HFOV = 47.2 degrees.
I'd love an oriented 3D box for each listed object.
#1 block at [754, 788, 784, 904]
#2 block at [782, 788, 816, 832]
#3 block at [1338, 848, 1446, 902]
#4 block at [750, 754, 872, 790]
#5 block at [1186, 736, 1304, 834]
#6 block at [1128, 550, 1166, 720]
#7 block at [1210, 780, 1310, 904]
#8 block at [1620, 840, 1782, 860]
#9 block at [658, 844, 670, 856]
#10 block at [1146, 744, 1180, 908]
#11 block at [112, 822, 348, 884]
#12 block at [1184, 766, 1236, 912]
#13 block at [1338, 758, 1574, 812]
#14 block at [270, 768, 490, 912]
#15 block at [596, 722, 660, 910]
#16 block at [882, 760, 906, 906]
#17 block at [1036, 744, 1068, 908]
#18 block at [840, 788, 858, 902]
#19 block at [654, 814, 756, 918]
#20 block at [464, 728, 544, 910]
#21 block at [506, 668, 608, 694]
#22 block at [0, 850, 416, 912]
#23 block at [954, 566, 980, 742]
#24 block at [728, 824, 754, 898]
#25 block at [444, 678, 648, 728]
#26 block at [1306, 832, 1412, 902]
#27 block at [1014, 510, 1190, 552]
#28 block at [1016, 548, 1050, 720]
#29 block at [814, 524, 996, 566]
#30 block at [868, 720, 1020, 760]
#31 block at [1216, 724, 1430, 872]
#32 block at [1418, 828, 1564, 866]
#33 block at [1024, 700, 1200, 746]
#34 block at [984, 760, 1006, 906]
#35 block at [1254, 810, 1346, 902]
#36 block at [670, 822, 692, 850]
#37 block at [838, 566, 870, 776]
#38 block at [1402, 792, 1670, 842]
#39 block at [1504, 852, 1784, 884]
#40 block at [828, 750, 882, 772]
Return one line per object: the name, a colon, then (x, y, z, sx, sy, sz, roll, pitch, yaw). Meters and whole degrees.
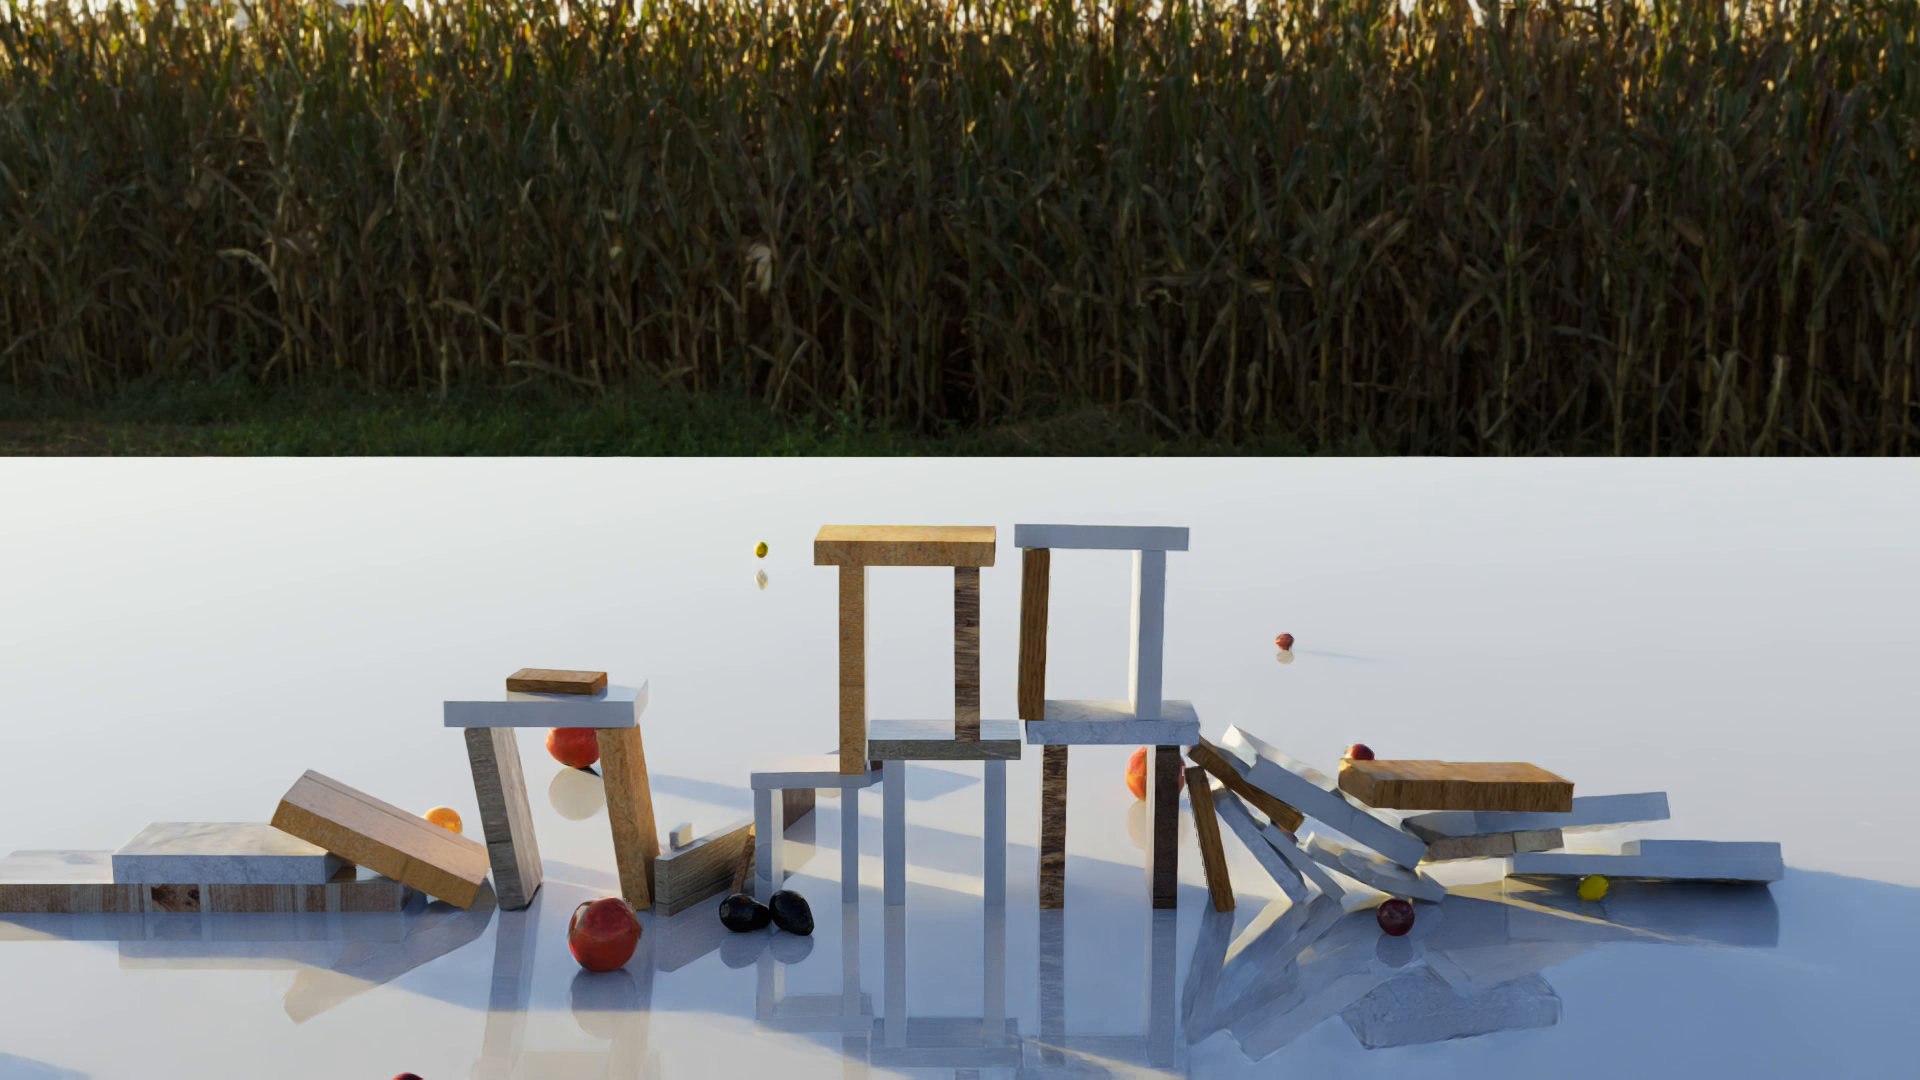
block: (-0.317, 0.493, 3.648, 0.028, 0.197, 0.099, 2, 11, 6)
block: (-0.314, 0.471, 4.050, 0.027, 0.095, 0.191, 3, 11, 17)
block: (0.707, 0.548, 3.598, 0.174, 0.025, 0.087, 17, 13, -36)
block: (-0.247, 0.382, 3.631, 0.197, 0.028, 0.099, -1, 11, -6)
block: (0.473, 0.404, 3.658, 0.216, 0.031, 0.108, 36, 5, 3)
block: (0.305, 0.142, 3.590, 0.039, 0.277, 0.139, 1, 11, -1)
block: (0.495, 0.499, 3.650, 0.031, 0.216, 0.108, -39, 8, 7)
block: (1.263, 0.534, 3.754, 0.235, 0.033, 0.117, 1, -11, 1)
block: (-0.503, 0.553, 3.822, 0.057, 0.016, 0.113, -5, 11, -23)
block: (0.334, 0.454, 3.640, 0.039, 0.277, 0.139, 0, 11, -1)
block: (-1.201, 0.519, 3.651, 0.346, 0.049, 0.173, 0, 11, 1)
block: (0.410, 0.490, 3.613, 0.031, 0.216, 0.108, -12, 10, 2)
block: (0.816, 0.405, 3.633, 0.339, 0.048, 0.170, 2, 5, -10)
block: (-0.951, 0.495, 3.647, 0.346, 0.049, 0.173, 25, 9, -7)
block: (-0.545, 0.439, 3.637, 0.043, 0.306, 0.153, -7, 10, 2)
block: (-0.108, 0.468, 3.650, 0.035, 0.248, 0.124, 0, 11, 0)
block: (0.152, 0.454, 3.639, 0.039, 0.277, 0.139, 1, 11, 0)
block: (-0.184, 0.492, 3.656, 0.028, 0.197, 0.099, 0, 11, -4)
block: (-0.410, 0.540, 3.678, 0.027, 0.095, 0.286, 6, 12, 30)
block: (-0.753, 0.439, 3.637, 0.043, 0.306, 0.153, -9, 10, 2)
block: (-0.662, 0.232, 3.611, 0.147, 0.021, 0.073, 2, 11, 10)
block: (-1.258, 0.566, 3.662, 0.695, 0.049, 0.173, 0, 11, 0)
block: (0.011, 0.171, 3.592, 0.041, 0.287, 0.144, 0, 11, 0)
block: (-0.358, 0.534, 3.660, 0.016, 0.113, 0.057, 18, 11, -1)
block: (-0.675, 0.266, 3.604, 0.306, 0.043, 0.153, 0, 11, 0)
block: (0.665, 0.544, 3.660, 0.174, 0.025, 0.087, 24, 10, -4)
block: (0.231, -0.017, 3.571, 0.277, 0.039, 0.139, 1, 11, 4)
block: (0.119, 0.141, 3.587, 0.039, 0.277, 0.139, 2, 11, 0)
block: (-0.087, 0.009, 3.567, 0.287, 0.041, 0.144, 0, 11, 2)
block: (-0.025, 0.329, 3.624, 0.248, 0.035, 0.124, 0, 11, 0)
block: (0.601, 0.427, 3.656, 0.339, 0.048, 0.170, 29, 7, -14)
block: (0.884, 0.520, 3.718, 0.235, 0.033, 0.117, -4, -13, -14)
block: (0.247, 0.299, 3.611, 0.277, 0.039, 0.139, 0, 11, 0)
block: (0.057, 0.468, 3.650, 0.035, 0.248, 0.124, 0, 11, 0)
block: (0.565, 0.523, 3.656, 0.174, 0.025, 0.087, 43, 8, -7)
block: (-0.463, 0.533, 3.663, 0.016, 0.113, 0.057, 1, 10, 16)
block: (-0.173, 0.198, 3.603, 0.041, 0.345, 0.144, 0, 10, 0)
block: (0.994, 0.479, 3.778, 0.457, 0.048, 0.170, 1, -15, -31)
block: (1.138, 0.549, 3.678, 0.433, 0.033, 0.117, 1, -12, 6)
block: (-0.228, 0.445, 4.375, 0.095, 0.027, 0.191, 8, 13, 38)
